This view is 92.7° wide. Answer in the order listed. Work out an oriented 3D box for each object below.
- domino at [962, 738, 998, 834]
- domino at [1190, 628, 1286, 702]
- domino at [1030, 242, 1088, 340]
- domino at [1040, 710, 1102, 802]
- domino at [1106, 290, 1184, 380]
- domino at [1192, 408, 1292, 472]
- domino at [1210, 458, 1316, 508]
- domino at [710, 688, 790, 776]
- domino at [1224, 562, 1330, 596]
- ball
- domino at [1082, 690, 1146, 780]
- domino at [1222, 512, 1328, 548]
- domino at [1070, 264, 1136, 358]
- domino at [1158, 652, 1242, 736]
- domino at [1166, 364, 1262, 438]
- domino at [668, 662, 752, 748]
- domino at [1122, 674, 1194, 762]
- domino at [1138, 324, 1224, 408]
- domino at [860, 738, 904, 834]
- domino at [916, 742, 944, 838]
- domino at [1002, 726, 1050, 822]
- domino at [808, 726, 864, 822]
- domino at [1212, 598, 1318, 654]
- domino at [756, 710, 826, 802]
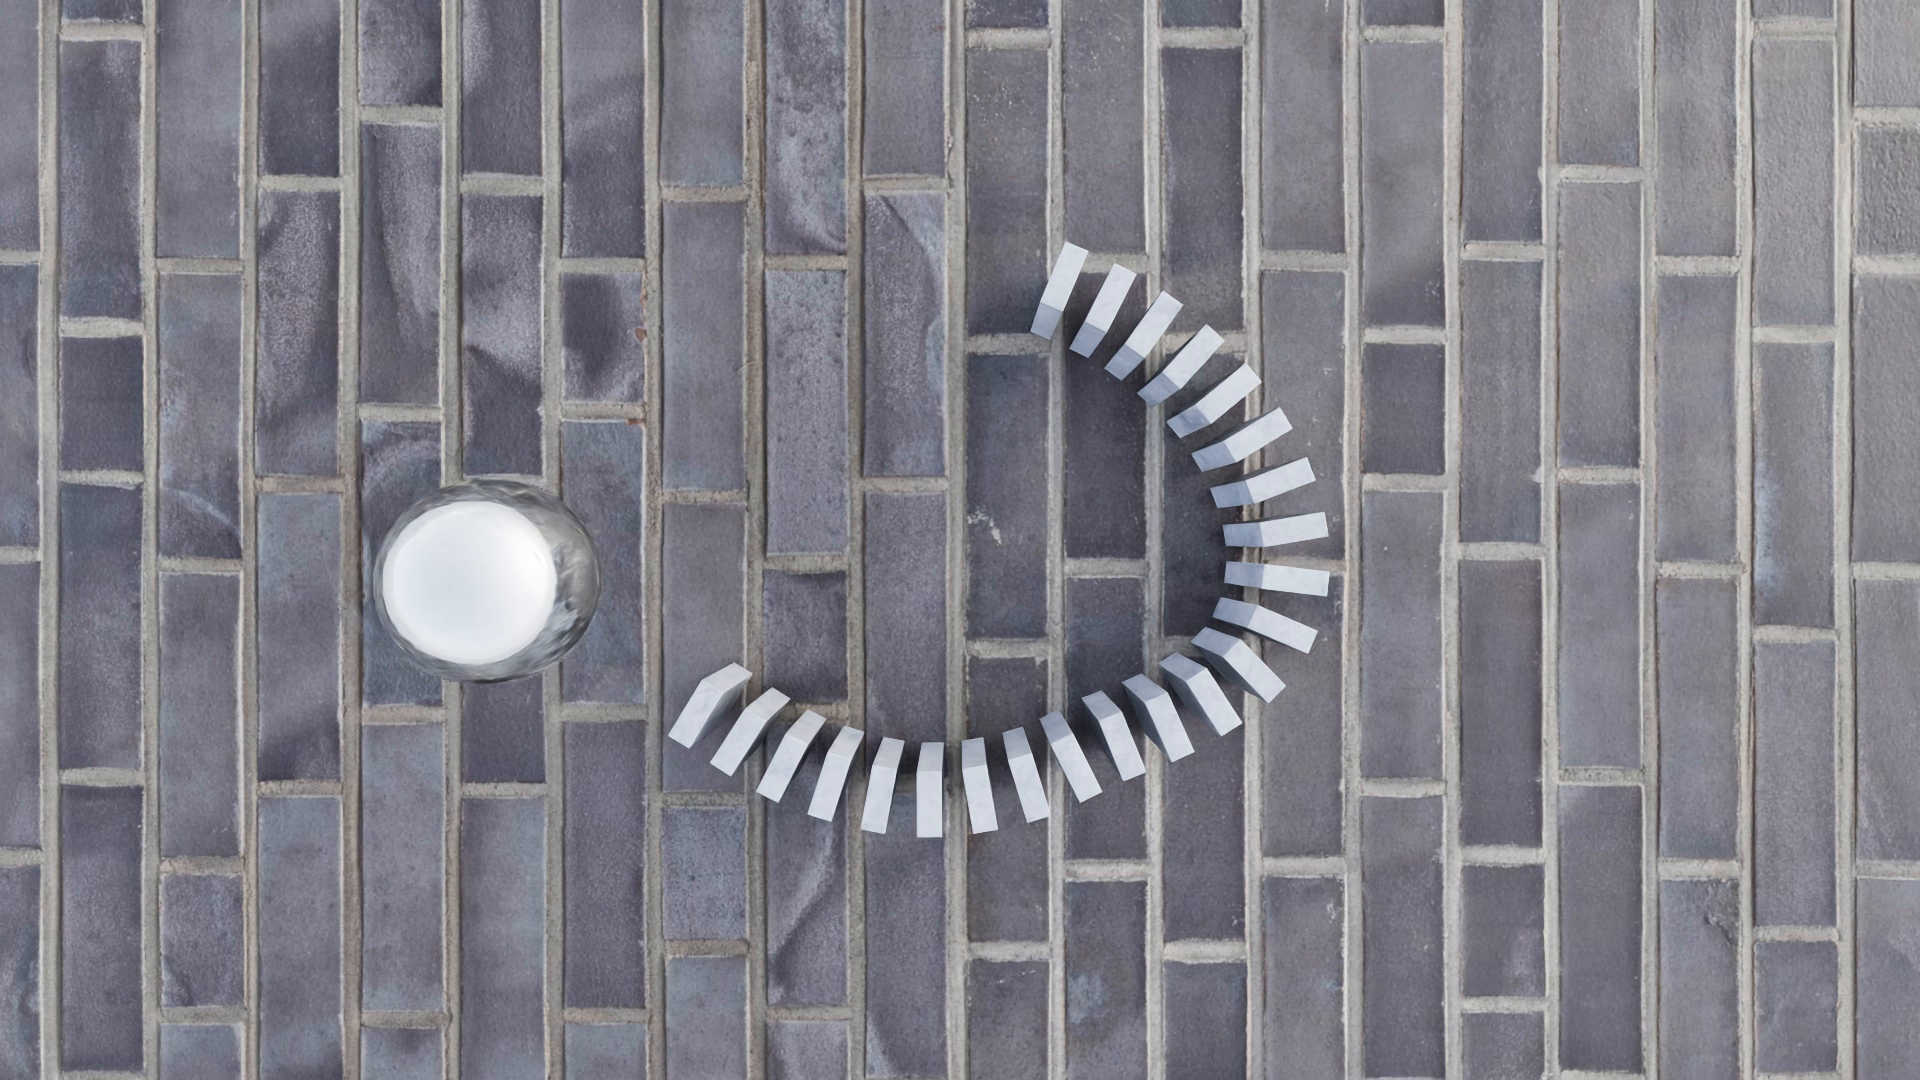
[{"bbox_3d":[0.008,0.099,0.375,0.009,0.050,0.025,-10,90,0],"label":"domino"},{"bbox_3d":[0.113,0.050,0.375,0.010,0.050,0.025,-44,90,0],"label":"domino"},{"bbox_3d":[0.040,-0.101,0.375,0.010,0.050,0.025,23,90,0],"label":"domino"},{"bbox_3d":[0.044,0.087,0.375,0.009,0.050,0.025,-27,90,0],"label":"domino"},{"bbox_3d":[0.074,-0.082,0.375,0.010,0.050,0.025,36,90,0],"label":"domino"},{"bbox_3d":[0.114,-0.040,0.375,0.025,0.050,0.009,-31,90,0],"label":"domino"},{"bbox_3d":[0.123,-0.023,0.375,0.025,0.050,0.009,-21,90,0],"label":"domino"},{"bbox_3d":[-0.085,0.077,0.375,0.010,0.050,0.025,33,90,0],"label":"domino"},{"bbox_3d":[0.128,0.015,0.375,0.025,0.050,0.009,7,90,0],"label":"domino"},{"bbox_3d":[-0.183,0.016,0.360,0.080,0.080,0.080,0,90,0],"label":"ball"},{"bbox_3d":[0.062,0.079,0.375,0.009,0.050,0.025,-22,90,0],"label":"domino"},{"bbox_3d":[0.128,-0.004,0.375,0.025,0.050,0.010,-10,90,0],"label":"domino"},{"bbox_3d":[0.058,-0.093,0.375,0.010,0.050,0.025,27,90,0],"label":"domino"},{"bbox_3d":[0.097,0.062,0.375,0.009,0.050,0.025,-33,90,0],"label":"domino"},{"bbox_3d":[0.103,-0.056,0.375,0.025,0.050,0.009,-40,90,0],"label":"domino"},{"bbox_3d":[-0.101,0.067,0.375,0.010,0.050,0.025,32,90,0],"label":"domino"},{"bbox_3d":[0.080,0.072,0.375,0.010,0.050,0.025,-24,90,0],"label":"domino"},{"bbox_3d":[0.089,-0.070,0.375,0.009,0.050,0.025,43,90,0],"label":"domino"},{"bbox_3d":[-0.031,0.099,0.375,0.009,0.050,0.025,11,90,0],"label":"domino"},{"bbox_3d":[-0.012,0.101,0.375,0.009,0.050,0.025,0,90,0],"label":"domino"},{"bbox_3d":[0.027,0.095,0.375,0.010,0.050,0.025,-17,90,0],"label":"domino"},{"bbox_3d":[-0.050,0.094,0.375,0.010,0.050,0.025,18,90,0],"label":"domino"},{"bbox_3d":[0.123,0.034,0.375,0.025,0.050,0.010,23,90,0],"label":"domino"},{"bbox_3d":[-0.068,0.087,0.375,0.009,0.050,0.025,27,90,0],"label":"domino"}]
